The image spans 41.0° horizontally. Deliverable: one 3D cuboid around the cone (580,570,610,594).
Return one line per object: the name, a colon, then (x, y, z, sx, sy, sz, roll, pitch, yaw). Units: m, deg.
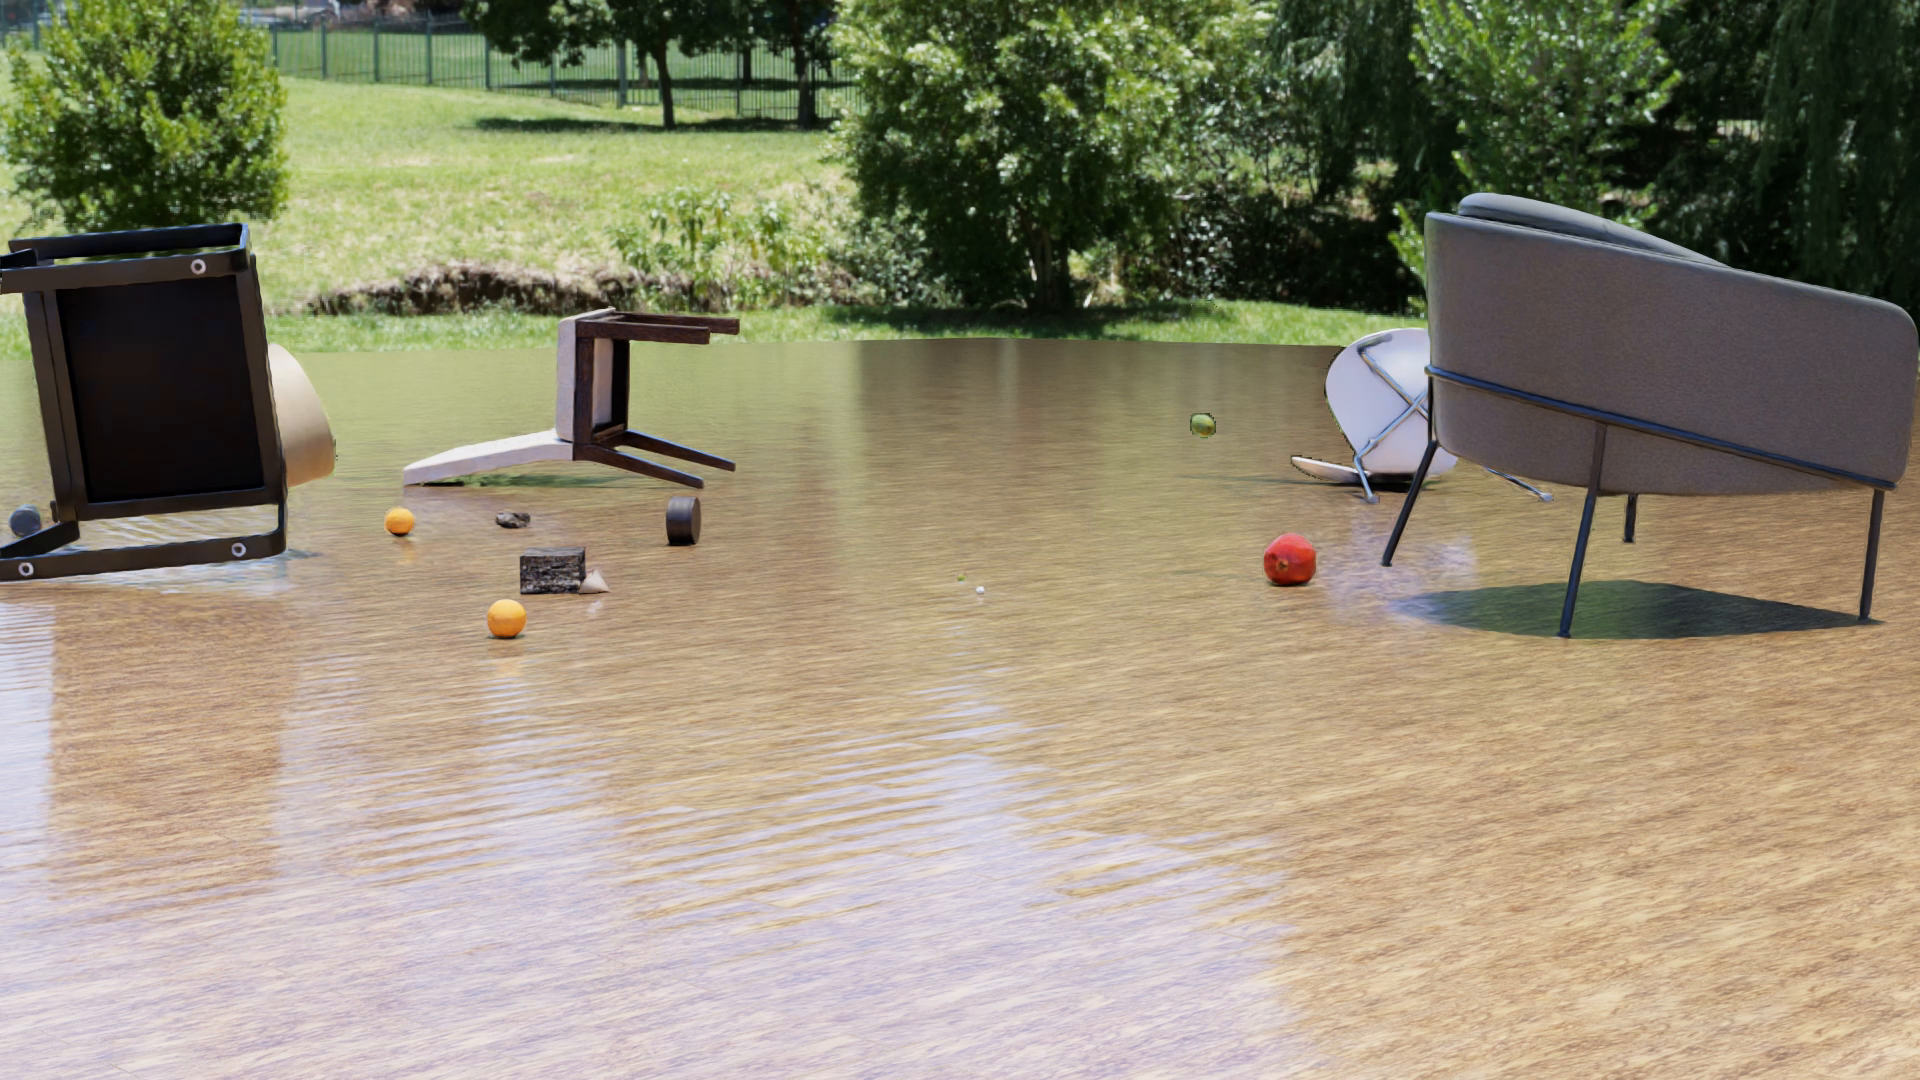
cone: (-0.752, 0.097, 5.356, 0.053, 0.048, 0.122, 26, 14, 3)

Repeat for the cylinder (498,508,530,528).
cylinder: (-1.172, -0.053, 6.739, 0.071, 0.037, 0.059, -24, 15, 32)

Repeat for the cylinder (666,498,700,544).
cylinder: (-0.681, -0.046, 6.318, 0.063, 0.111, 0.113, 1, -25, 6)

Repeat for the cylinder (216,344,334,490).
cylinder: (-1.612, -0.291, 6.037, 0.127, 0.357, 0.228, -20, -17, -38)

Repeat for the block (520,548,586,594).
block: (-0.855, 0.064, 5.396, 0.122, 0.081, 0.168, 0, 6, -4)
